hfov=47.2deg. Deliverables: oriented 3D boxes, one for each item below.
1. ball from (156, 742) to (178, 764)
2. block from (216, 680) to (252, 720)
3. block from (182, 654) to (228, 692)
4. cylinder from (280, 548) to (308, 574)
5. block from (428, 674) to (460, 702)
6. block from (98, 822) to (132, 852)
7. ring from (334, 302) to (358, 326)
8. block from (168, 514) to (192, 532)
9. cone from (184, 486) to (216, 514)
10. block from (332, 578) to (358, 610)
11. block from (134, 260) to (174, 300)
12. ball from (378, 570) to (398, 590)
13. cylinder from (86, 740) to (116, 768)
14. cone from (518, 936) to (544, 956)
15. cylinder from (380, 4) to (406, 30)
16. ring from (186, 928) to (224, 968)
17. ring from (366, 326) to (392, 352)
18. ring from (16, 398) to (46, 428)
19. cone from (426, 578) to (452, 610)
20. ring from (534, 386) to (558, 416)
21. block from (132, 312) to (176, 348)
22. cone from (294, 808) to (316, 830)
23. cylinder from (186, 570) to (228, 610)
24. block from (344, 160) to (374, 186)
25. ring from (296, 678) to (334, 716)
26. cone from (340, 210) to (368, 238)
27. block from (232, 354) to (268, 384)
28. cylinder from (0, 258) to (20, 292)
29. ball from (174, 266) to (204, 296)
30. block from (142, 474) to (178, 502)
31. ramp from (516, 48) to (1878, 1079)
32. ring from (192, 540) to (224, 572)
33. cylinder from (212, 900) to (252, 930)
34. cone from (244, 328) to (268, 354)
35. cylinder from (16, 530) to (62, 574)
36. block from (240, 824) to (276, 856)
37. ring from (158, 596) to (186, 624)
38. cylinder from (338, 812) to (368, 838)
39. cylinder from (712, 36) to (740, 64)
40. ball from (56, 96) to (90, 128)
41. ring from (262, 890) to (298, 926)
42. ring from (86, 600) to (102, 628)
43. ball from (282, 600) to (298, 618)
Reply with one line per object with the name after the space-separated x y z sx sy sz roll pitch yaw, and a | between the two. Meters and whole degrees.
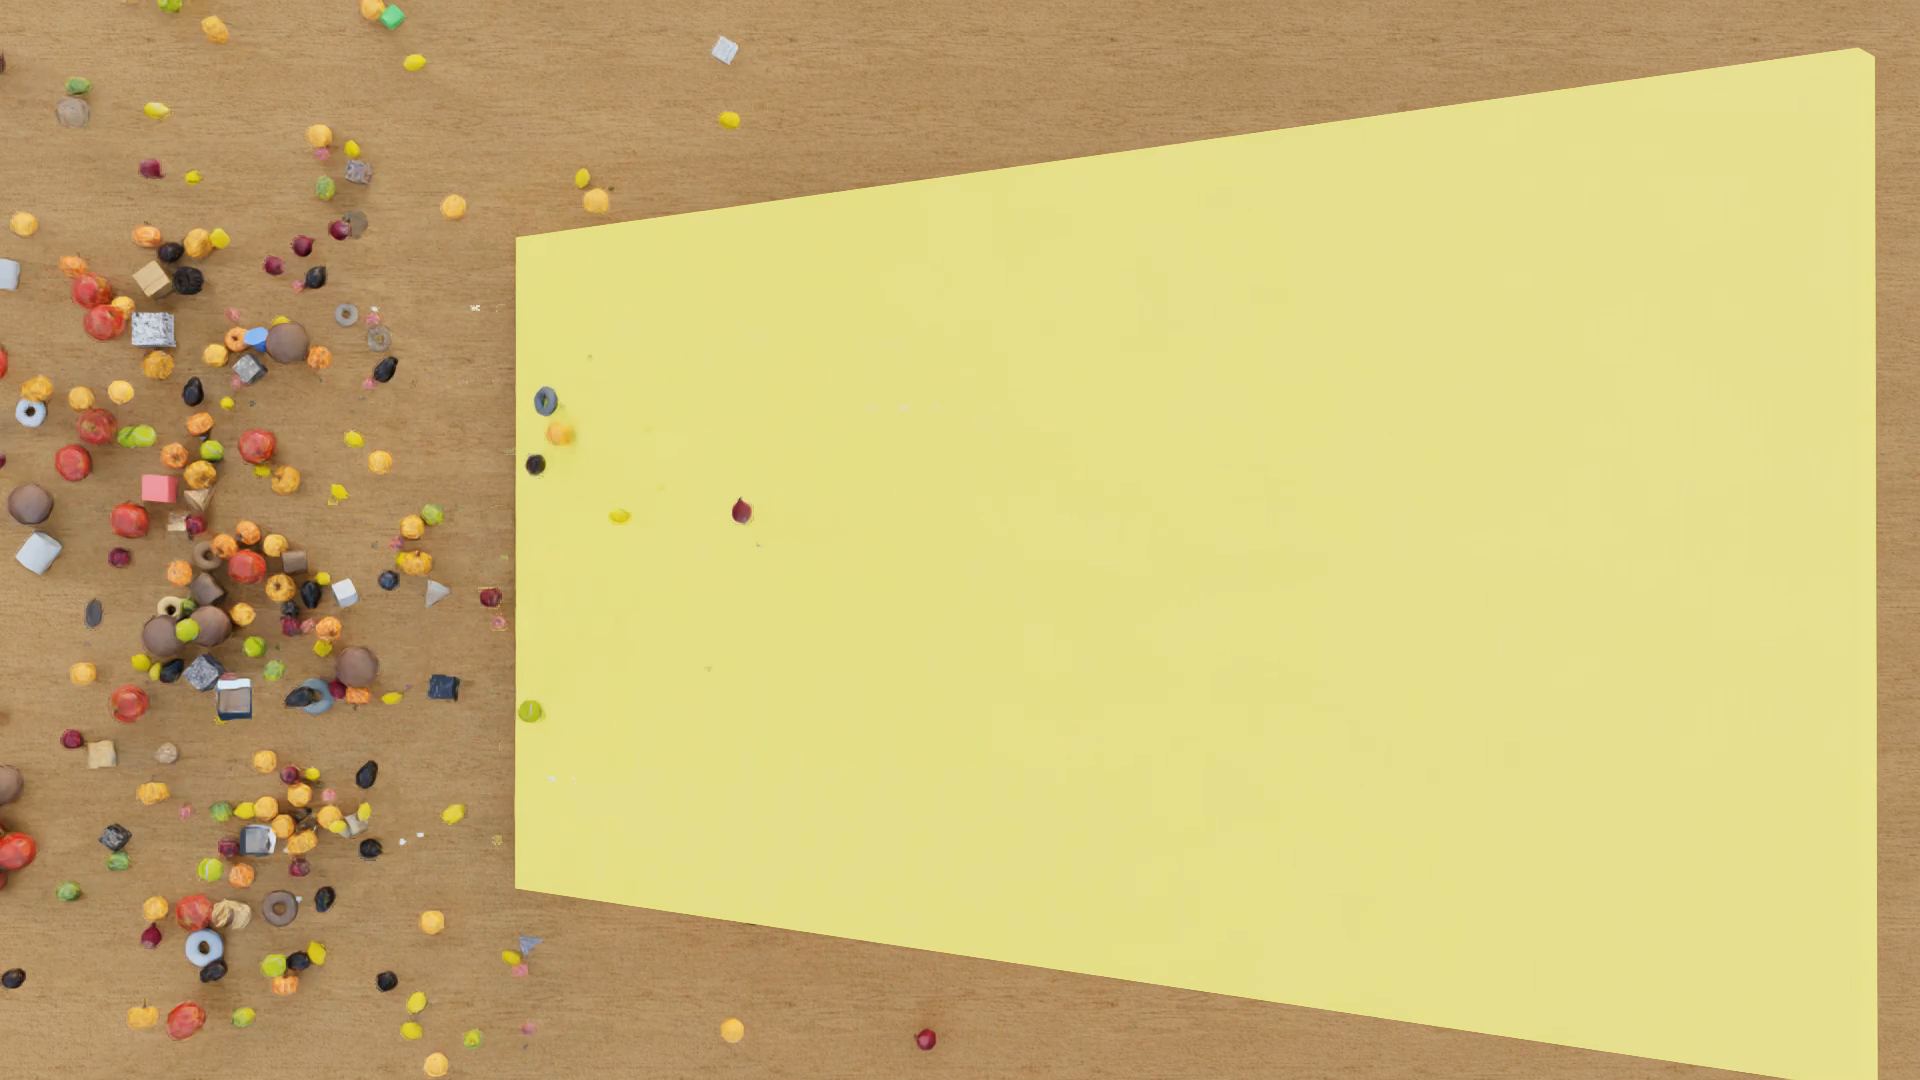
-2.450 0.660 6.798 0.067 0.067 0.067 0 90 0 | ball
-2.215 0.487 6.714 0.095 0.095 0.095 -2 106 -24 | block
-2.331 0.409 6.792 0.082 0.082 0.082 43 90 0 | block
-2.054 0.067 6.789 0.073 0.073 0.073 -9 90 -19 | cylinder
-1.585 0.456 6.755 0.071 0.071 0.071 6 78 2 | block
-2.612 0.920 6.800 0.060 0.060 0.060 36 90 0 | block
-1.905 -0.701 6.827 0.075 0.025 0.075 0 90 1 | ring
-2.415 -0.054 6.810 0.051 0.051 0.051 5 90 0 | block
-2.340 -0.141 6.816 0.089 0.089 0.089 47 63 0 | cone
-1.896 0.165 6.778 0.058 0.058 0.058 -24 66 -22 | block
-2.485 -0.804 6.799 0.082 0.082 0.082 -36 90 0 | block
-1.769 0.125 6.804 0.060 0.060 0.060 0 90 0 | ball
-2.651 0.661 6.790 0.079 0.079 0.079 -6 86 0 | cylinder
-1.318 1.243 6.794 0.068 0.068 0.068 -18 90 -2 | cone
-1.758 -1.619 6.813 0.057 0.057 0.057 42 80 0 | cylinder
-2.338 1.262 6.806 0.122 0.041 0.122 0 90 6 | ring
-1.804 -0.625 6.826 0.083 0.028 0.083 0 90 1 | ring
-2.882 -0.396 6.822 0.094 0.031 0.094 0 90 1 | ring
-1.622 0.178 6.767 0.087 0.087 0.087 26 74 0 | cone
-1.253 -0.418 6.649 0.091 0.030 0.091 0 90 38 | ring
-2.491 -0.649 6.791 0.096 0.096 0.096 -2 90 1 | block
-2.017 0.877 6.815 0.067 0.067 0.067 -31 116 0 | cone
-2.325 0.157 6.790 0.088 0.088 0.088 -39 90 0 | cylinder
-1.858 -1.136 6.805 0.059 0.059 0.059 10 87 15 | block
-1.998 0.485 6.813 0.115 0.038 0.115 0 88 -2 | ring
-1.885 -0.982 6.798 0.087 0.087 0.087 0 90 0 | cone
-2.197 -0.529 6.806 0.065 0.065 0.065 -41 89 0 | block
-2.957 -0.821 6.794 0.089 0.089 0.089 10 89 0 | cylinder
-2.384 -0.800 6.795 0.090 0.090 0.090 0 90 0 | ball
-2.473 -0.159 6.796 0.080 0.080 0.080 4 90 0 | block
0.213 0.062 5.528 4.000 0.100 2.000 0 90 39 | ramp
-2.329 0.049 6.819 0.098 0.033 0.098 0 87 -2 | ring
-2.242 1.153 6.769 0.083 0.083 0.083 -13 67 35 | cylinder
-2.168 -0.603 6.811 0.077 0.077 0.077 -3 47 3 | cone
-2.841 0.038 6.786 0.097 0.097 0.097 38 88 0 | cylinder
-2.168 0.927 6.788 0.082 0.082 0.082 3 90 0 | block
-2.445 0.217 6.820 0.088 0.029 0.088 0 91 0 | ring
-1.873 0.878 6.784 0.065 0.065 0.065 11 108 37 | cylinder
-0.727 -1.517 6.807 0.063 0.063 0.063 31 91 0 | cylinder
-2.742 -1.324 6.794 0.099 0.099 0.099 0 90 0 | ball
-2.106 1.140 6.810 0.113 0.038 0.113 0 89 -1 | ring
-2.658 0.226 6.751 0.029 0.087 0.087 7 90 -41 | ring
-2.074 0.214 6.808 0.052 0.052 0.052 0 90 0 | ball
